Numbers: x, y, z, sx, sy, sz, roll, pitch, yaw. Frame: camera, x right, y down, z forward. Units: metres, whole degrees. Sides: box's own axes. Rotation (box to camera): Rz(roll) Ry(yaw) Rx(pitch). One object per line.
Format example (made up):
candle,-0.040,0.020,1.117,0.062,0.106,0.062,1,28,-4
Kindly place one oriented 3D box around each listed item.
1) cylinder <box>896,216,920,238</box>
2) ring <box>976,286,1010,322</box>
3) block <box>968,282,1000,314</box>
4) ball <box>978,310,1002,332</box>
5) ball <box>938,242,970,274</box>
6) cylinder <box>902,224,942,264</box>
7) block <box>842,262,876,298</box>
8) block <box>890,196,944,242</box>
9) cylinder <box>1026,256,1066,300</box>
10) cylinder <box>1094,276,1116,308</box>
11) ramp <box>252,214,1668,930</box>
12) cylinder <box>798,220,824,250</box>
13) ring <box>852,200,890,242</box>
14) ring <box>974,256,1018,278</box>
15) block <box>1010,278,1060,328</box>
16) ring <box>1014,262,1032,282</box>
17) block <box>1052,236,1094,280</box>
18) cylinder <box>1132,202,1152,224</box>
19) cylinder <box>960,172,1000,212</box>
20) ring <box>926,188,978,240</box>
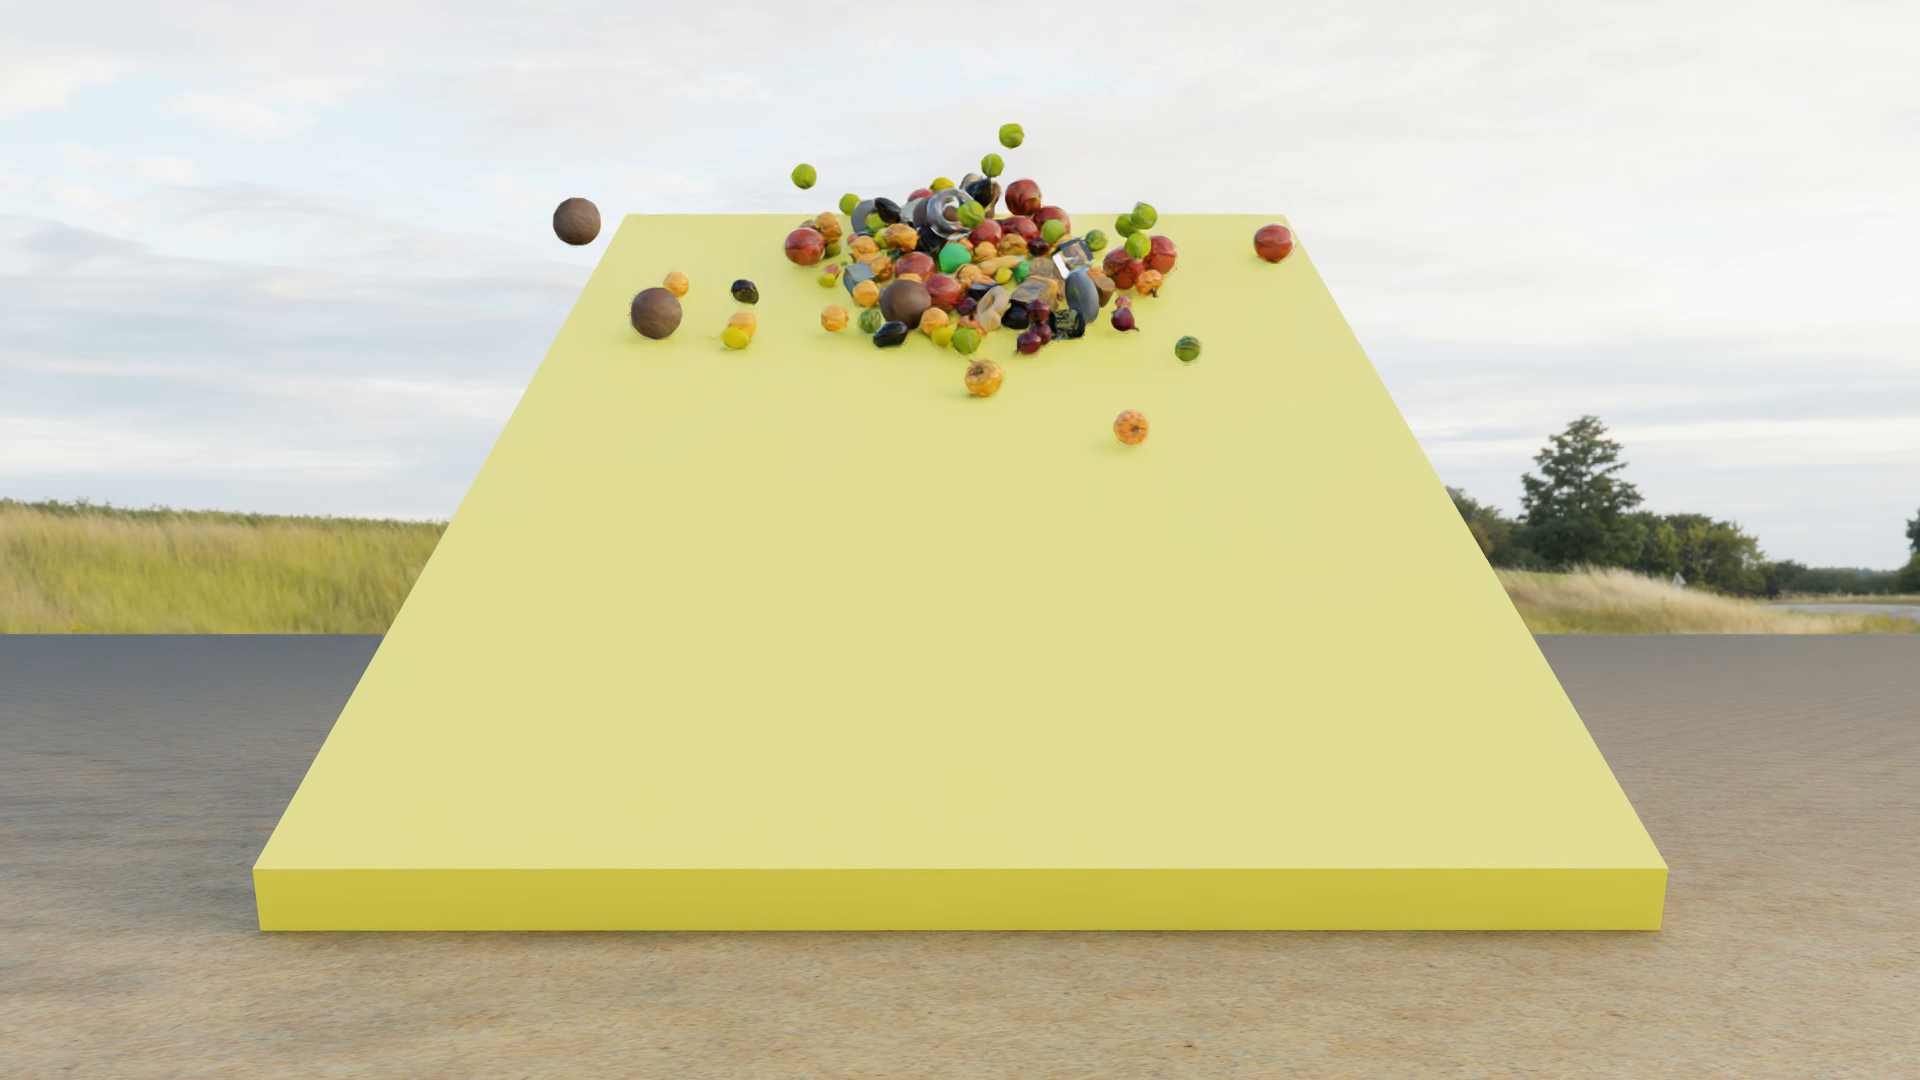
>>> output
cylinder,-0.148,-0.875,6.422,0.054,0.054,0.054,20,14,-5
ring,0.081,-0.589,5.778,0.038,0.114,0.114,30,-17,-28
block,0.061,-0.624,5.924,0.067,0.067,0.067,5,22,12
ball,0.070,-0.516,5.387,0.054,0.054,0.054,0,-2,0
ball,-0.014,-0.771,6.271,0.089,0.089,0.089,0,-2,0
cylinder,-0.107,-0.812,6.281,0.078,0.078,0.078,-41,-24,27
block,-0.265,-0.685,6.017,0.060,0.060,0.060,-19,-33,-26
block,-0.121,-0.899,6.520,0.099,0.099,0.099,-29,37,-10
cylinder,0.237,-0.688,6.028,0.095,0.095,0.095,19,5,20
cylinder,0.365,-0.641,5.897,0.058,0.058,0.058,1,-40,-22
ramp,-0.006,-0.217,5.111,2.000,0.100,4.000,0,21,0
cylinder,-0.428,-0.876,6.561,0.070,0.070,0.070,0,21,-12
ring,-0.257,-0.917,6.586,0.123,0.123,0.041,1,0,-29
ring,0.096,-0.740,6.194,0.126,0.042,0.126,-15,8,2
block,0.188,-0.603,5.812,0.080,0.080,0.080,18,-33,39
ring,0.209,-0.729,6.224,0.128,0.043,0.128,-5,21,2
block,0.294,-0.733,5.934,0.072,0.072,0.072,-24,-12,-17
cylinder,0.545,-0.979,6.848,0.057,0.057,0.057,0,21,0
cylinder,0.056,-0.998,6.555,0.087,0.087,0.087,26,9,24
ring,-0.022,-0.895,6.271,0.145,0.145,0.048,0,-10,-9
